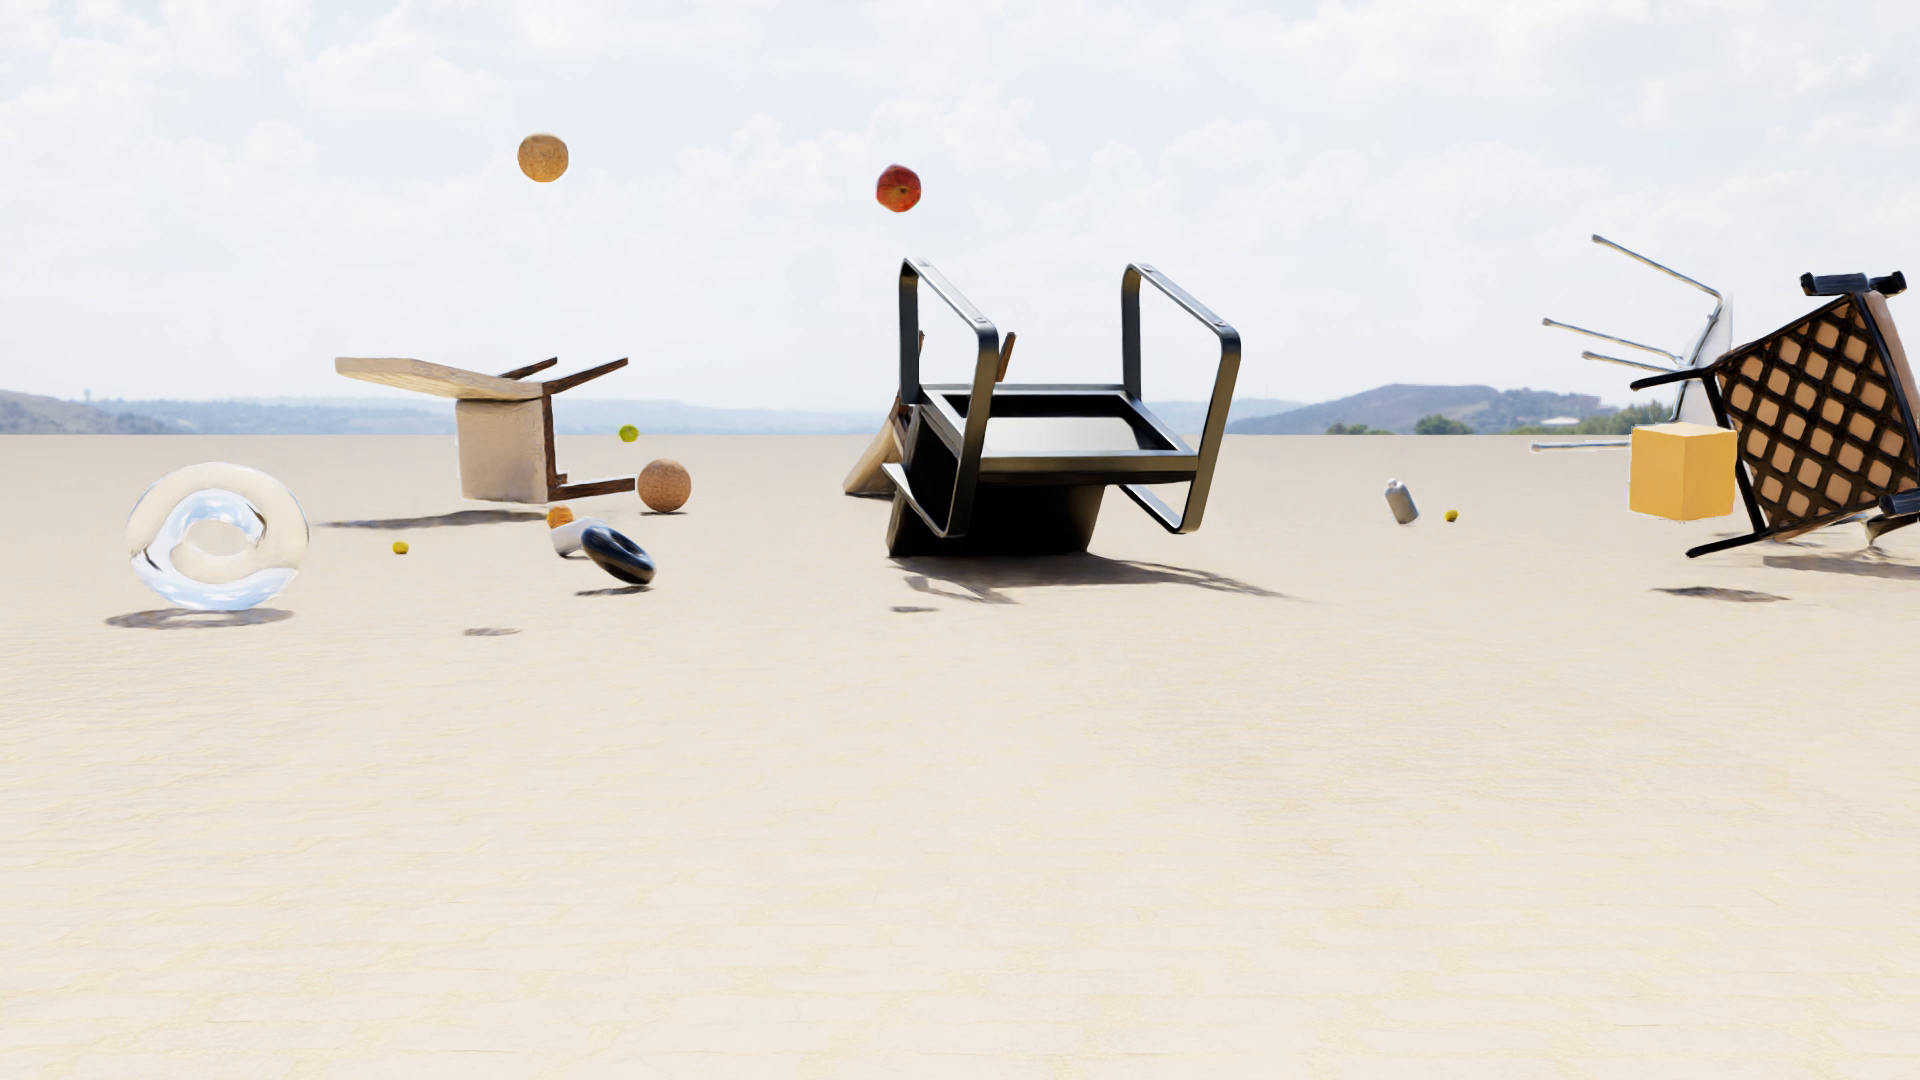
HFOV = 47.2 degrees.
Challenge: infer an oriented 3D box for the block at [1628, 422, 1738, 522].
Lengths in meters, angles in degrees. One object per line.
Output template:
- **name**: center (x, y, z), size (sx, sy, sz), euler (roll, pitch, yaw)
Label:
- **block**: center (1.653, -0.158, 5.029), size (0.157, 0.192, 0.165), euler (-6, 12, -26)

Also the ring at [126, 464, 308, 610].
- **ring**: center (-1.500, -0.003, 4.443), size (0.369, 0.323, 0.133), euler (-15, 30, 5)

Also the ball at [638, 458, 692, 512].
- **ball**: center (-1.076, -0.199, 8.007), size (0.197, 0.197, 0.197), euler (0, 4, 0)

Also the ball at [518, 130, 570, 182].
- **ball**: center (-0.923, -0.849, 4.873), size (0.113, 0.113, 0.113), euler (0, 4, 0)

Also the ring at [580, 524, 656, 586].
- **ring**: center (-0.767, 0.034, 4.939), size (0.208, 0.064, 0.173), euler (31, 10, -48)
